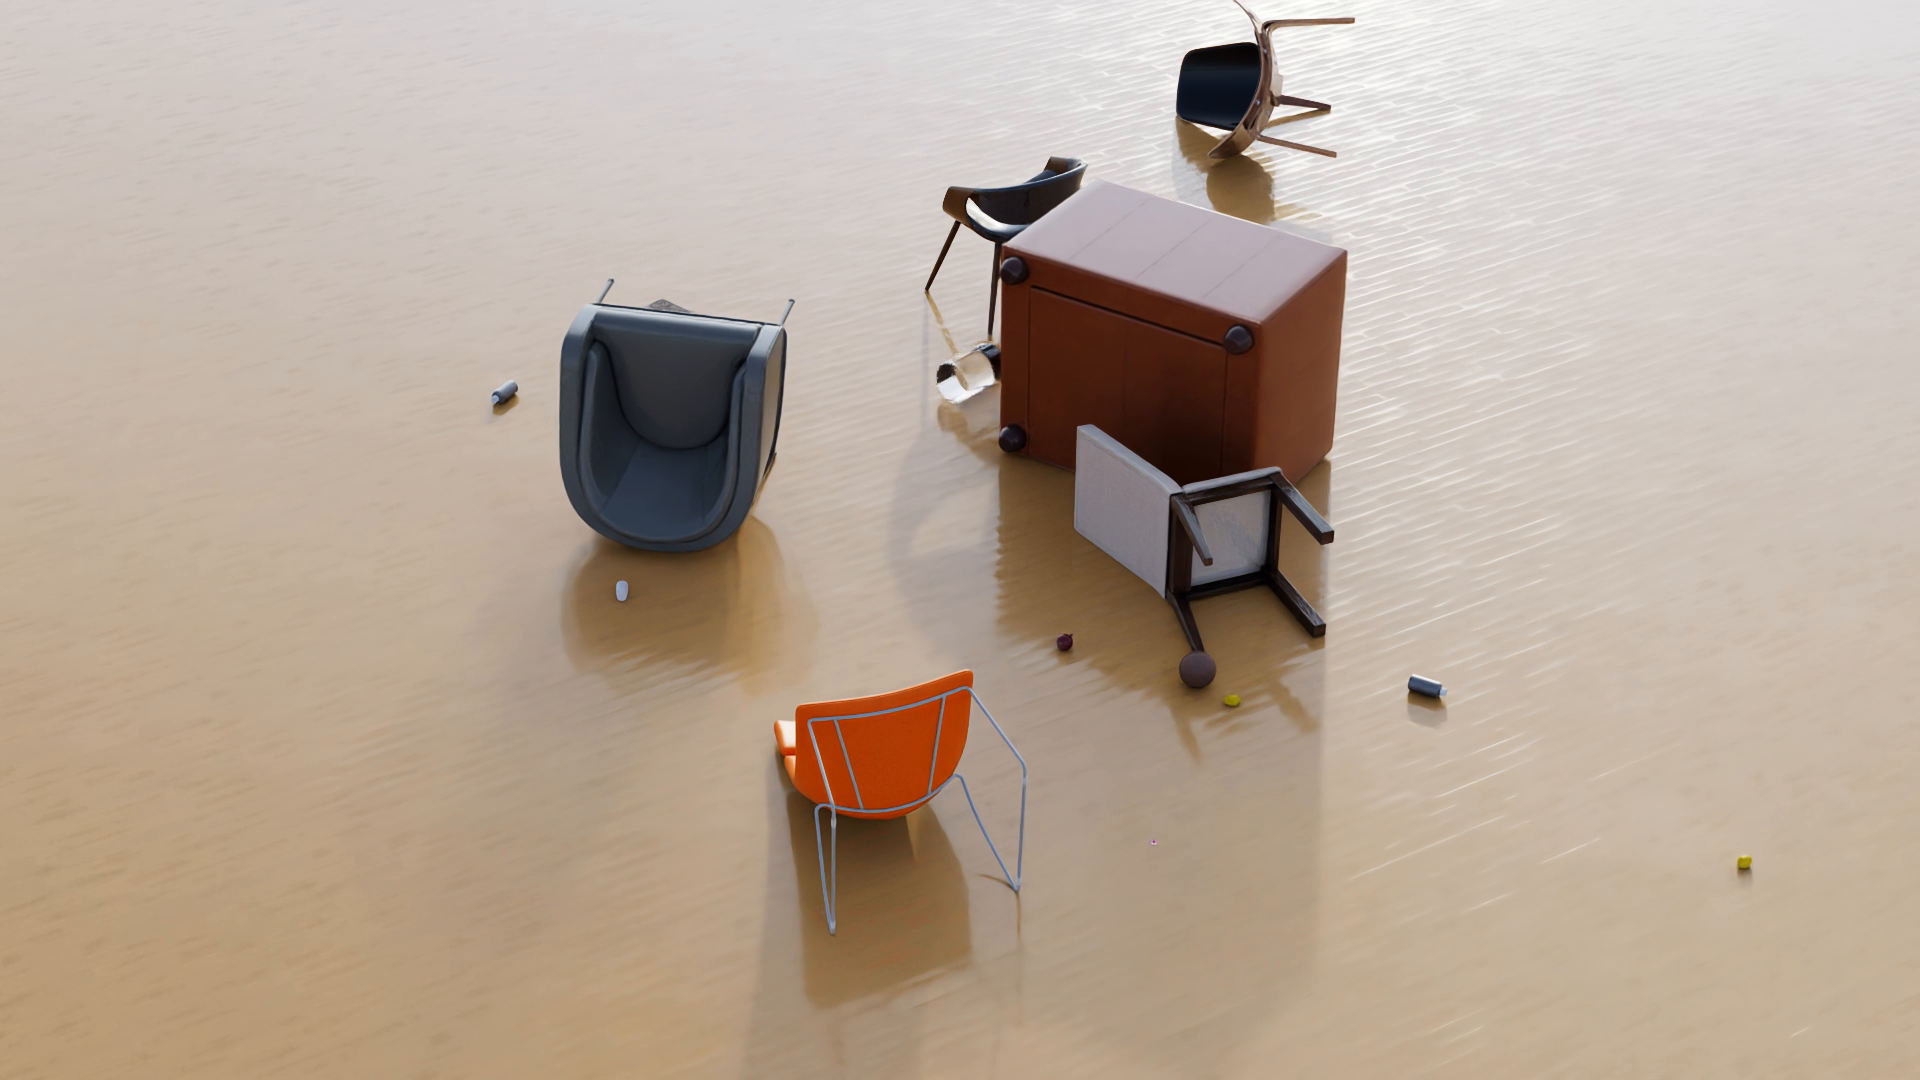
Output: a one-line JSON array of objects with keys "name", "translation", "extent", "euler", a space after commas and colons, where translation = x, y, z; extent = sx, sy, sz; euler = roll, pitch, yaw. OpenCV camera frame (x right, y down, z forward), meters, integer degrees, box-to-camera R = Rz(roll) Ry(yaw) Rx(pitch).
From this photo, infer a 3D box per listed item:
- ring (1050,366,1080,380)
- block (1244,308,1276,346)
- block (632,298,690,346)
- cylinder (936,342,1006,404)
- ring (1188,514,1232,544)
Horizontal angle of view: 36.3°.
[{"name": "ring", "translation": [0.427, -0.681, 11.960], "extent": [0.128, 0.021, 0.072], "euler": [-15, 37, -21]}, {"name": "block", "translation": [1.250, -0.887, 12.206], "extent": [0.088, 0.093, 0.134], "euler": [-7, 34, -10]}, {"name": "block", "translation": [-1.243, -0.907, 12.229], "extent": [0.168, 0.101, 0.166], "euler": [26, 42, 34]}, {"name": "cylinder", "translation": [0.045, -0.674, 11.805], "extent": [0.230, 0.178, 0.169], "euler": [-31, 76, -38]}, {"name": "ring", "translation": [0.933, -0.040, 10.920], "extent": [0.057, 0.095, 0.213], "euler": [-3, 18, -43]}]
